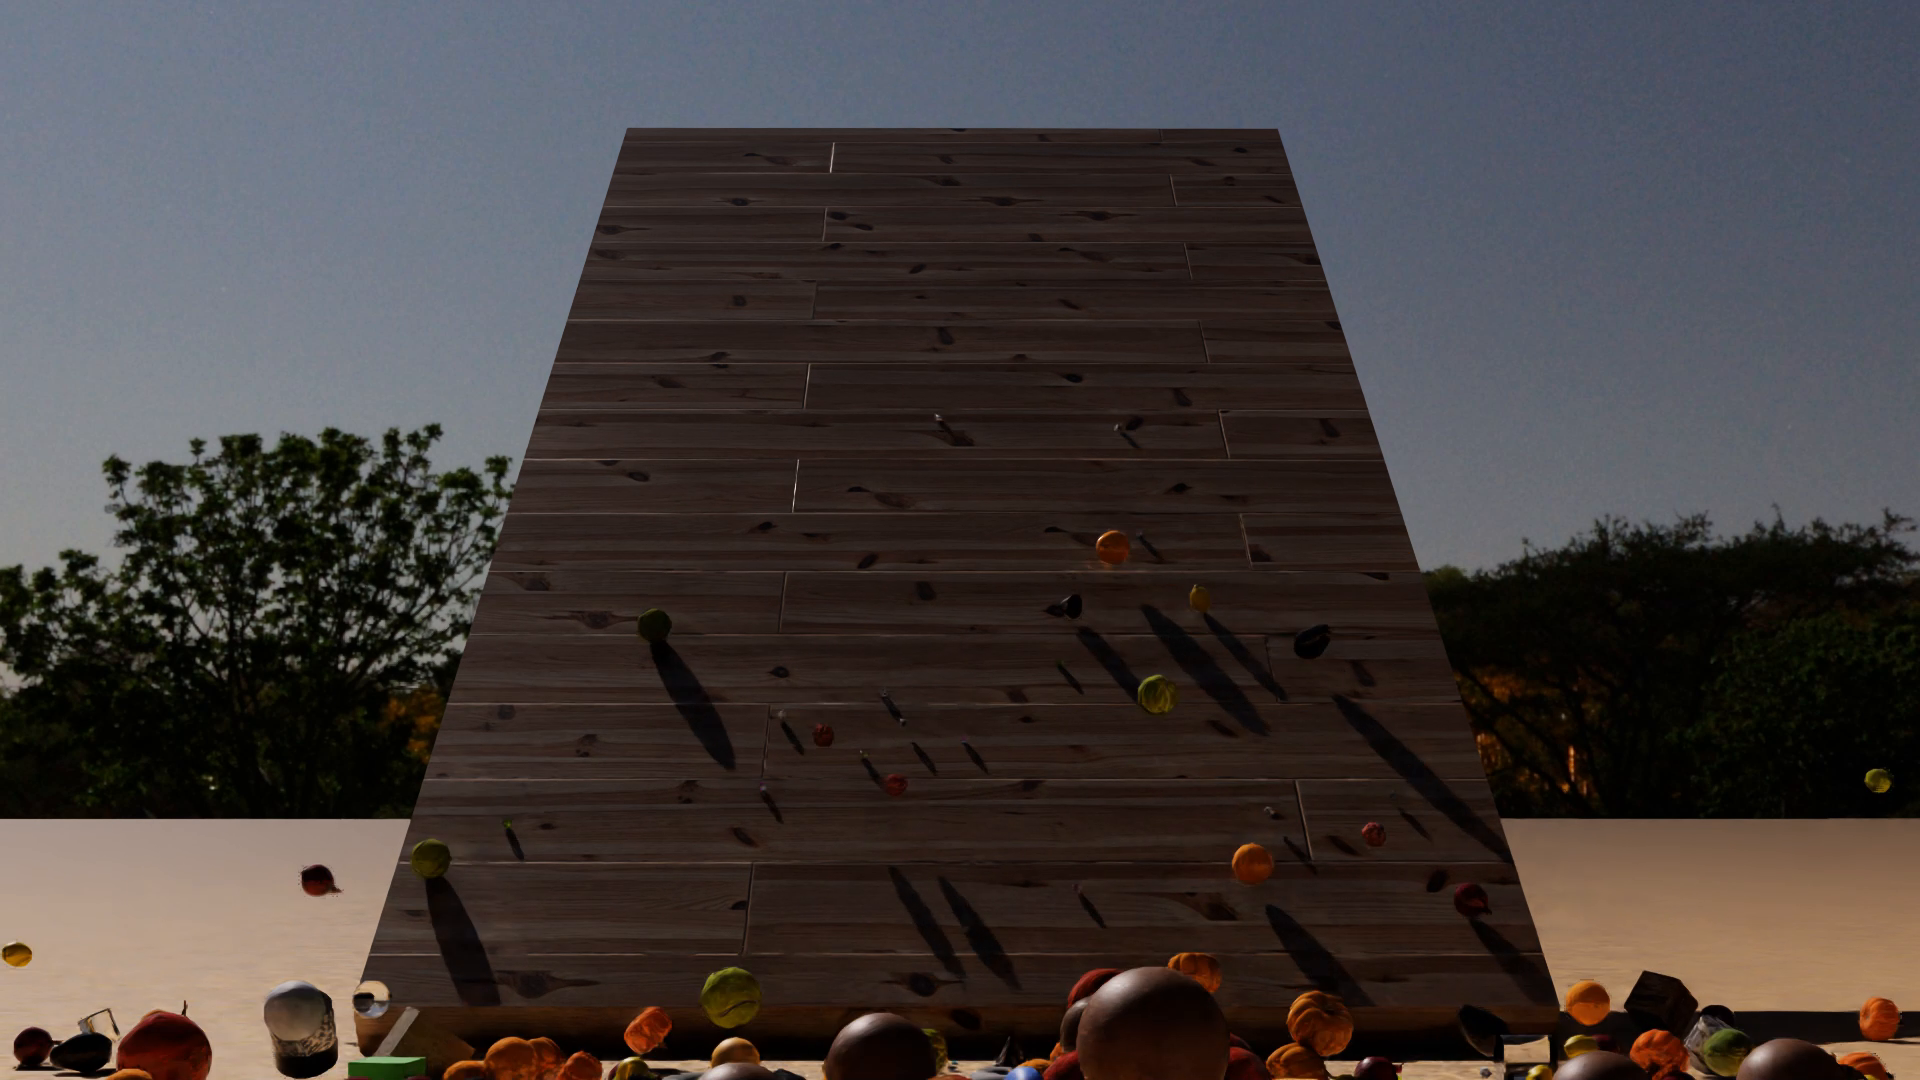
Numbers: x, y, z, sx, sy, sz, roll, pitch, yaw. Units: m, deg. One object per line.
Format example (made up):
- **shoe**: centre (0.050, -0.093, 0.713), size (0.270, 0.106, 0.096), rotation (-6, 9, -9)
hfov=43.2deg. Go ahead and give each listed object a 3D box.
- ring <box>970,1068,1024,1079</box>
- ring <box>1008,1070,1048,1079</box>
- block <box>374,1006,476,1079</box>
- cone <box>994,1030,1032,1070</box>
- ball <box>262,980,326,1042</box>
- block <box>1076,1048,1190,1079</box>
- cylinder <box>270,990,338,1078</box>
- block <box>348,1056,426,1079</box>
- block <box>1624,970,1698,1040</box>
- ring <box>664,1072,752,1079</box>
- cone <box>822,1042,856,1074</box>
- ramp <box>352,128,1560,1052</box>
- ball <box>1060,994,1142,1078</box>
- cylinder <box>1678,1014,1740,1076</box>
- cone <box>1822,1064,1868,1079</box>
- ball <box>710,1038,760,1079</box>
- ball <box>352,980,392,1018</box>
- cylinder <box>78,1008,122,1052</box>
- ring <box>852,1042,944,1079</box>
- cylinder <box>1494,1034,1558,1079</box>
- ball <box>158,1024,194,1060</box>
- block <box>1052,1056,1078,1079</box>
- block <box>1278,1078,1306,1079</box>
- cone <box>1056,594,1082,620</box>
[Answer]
- **ring**: centre (0.069, 0.763, 3.395), size (0.116, 0.039, 0.116), rotation (4, -5, 0)
- **ring**: centre (0.063, 0.648, 2.722), size (0.039, 0.116, 0.116), rotation (34, -18, -17)
- **block**: centre (-0.739, 0.709, 3.327), size (0.094, 0.094, 0.094), rotation (38, -19, -15)
- **cone**: centre (0.080, 0.782, 3.706), size (0.070, 0.070, 0.070), rotation (0, -6, 0)
- **ball**: centre (-0.913, 0.645, 3.326), size (0.082, 0.082, 0.082), rotation (0, -6, 0)
- **block**: centre (0.216, 0.691, 3.022), size (0.099, 0.099, 0.099), rotation (5, -8, -36)
- **cylinder**: centre (-0.957, 0.719, 3.535), size (0.091, 0.091, 0.091), rotation (1, 30, -1)
- **block**: centre (-0.749, 0.719, 3.170), size (0.077, 0.077, 0.077), rotation (-1, -6, 8)
- **block**: centre (1.242, 0.824, 4.298), size (0.078, 0.078, 0.078), rotation (48, -23, -28)
- **ring**: centre (-0.339, 0.741, 3.240), size (0.144, 0.048, 0.144), rotation (0, -5, 0)
- **cone**: centre (-0.173, 0.799, 3.684), size (0.052, 0.052, 0.052), rotation (24, 5, 27)
- **ramp**: centre (-0.014, -0.204, 5.762), size (2.000, 0.100, 4.000), rotation (0, 31, 0)
- **ball**: centre (0.167, 0.588, 2.878), size (0.097, 0.097, 0.097), rotation (0, -6, 0)
- **cylinder**: centre (1.140, 0.769, 3.693), size (0.065, 0.065, 0.065), rotation (23, 22, -10)
- **cone**: centre (1.134, 0.737, 3.156), size (0.083, 0.083, 0.083), rotation (2, -33, -19)
- **ball**: centre (-0.308, 0.718, 3.330), size (0.068, 0.068, 0.068), rotation (0, -6, 0)
- **ball**: centre (-0.868, 0.677, 3.577), size (0.056, 0.056, 0.056), rotation (0, -6, 0)
- **cylinder**: centre (-1.348, 0.768, 3.801), size (0.052, 0.052, 0.052), rotation (-22, 0, 0)
- **ring**: centre (-0.094, 0.790, 3.671), size (0.138, 0.046, 0.138), rotation (0, -3, 0)
- **cylinder**: centre (0.824, 0.759, 3.531), size (0.077, 0.077, 0.077), rotation (0, -6, 1)
- **ball**: centre (-1.270, 0.814, 3.928), size (0.056, 0.056, 0.056), rotation (0, -6, 0)
- **block**: centre (0.168, 0.752, 3.386), size (0.058, 0.058, 0.058), rotation (2, -7, -19)
- **block**: centre (0.389, 0.656, 2.701), size (0.097, 0.097, 0.097), rotation (-3, -7, 28)
- **cone**: centre (0.218, 0.137, 5.045), size (0.053, 0.053, 0.053), rotation (3, -3, 40)
